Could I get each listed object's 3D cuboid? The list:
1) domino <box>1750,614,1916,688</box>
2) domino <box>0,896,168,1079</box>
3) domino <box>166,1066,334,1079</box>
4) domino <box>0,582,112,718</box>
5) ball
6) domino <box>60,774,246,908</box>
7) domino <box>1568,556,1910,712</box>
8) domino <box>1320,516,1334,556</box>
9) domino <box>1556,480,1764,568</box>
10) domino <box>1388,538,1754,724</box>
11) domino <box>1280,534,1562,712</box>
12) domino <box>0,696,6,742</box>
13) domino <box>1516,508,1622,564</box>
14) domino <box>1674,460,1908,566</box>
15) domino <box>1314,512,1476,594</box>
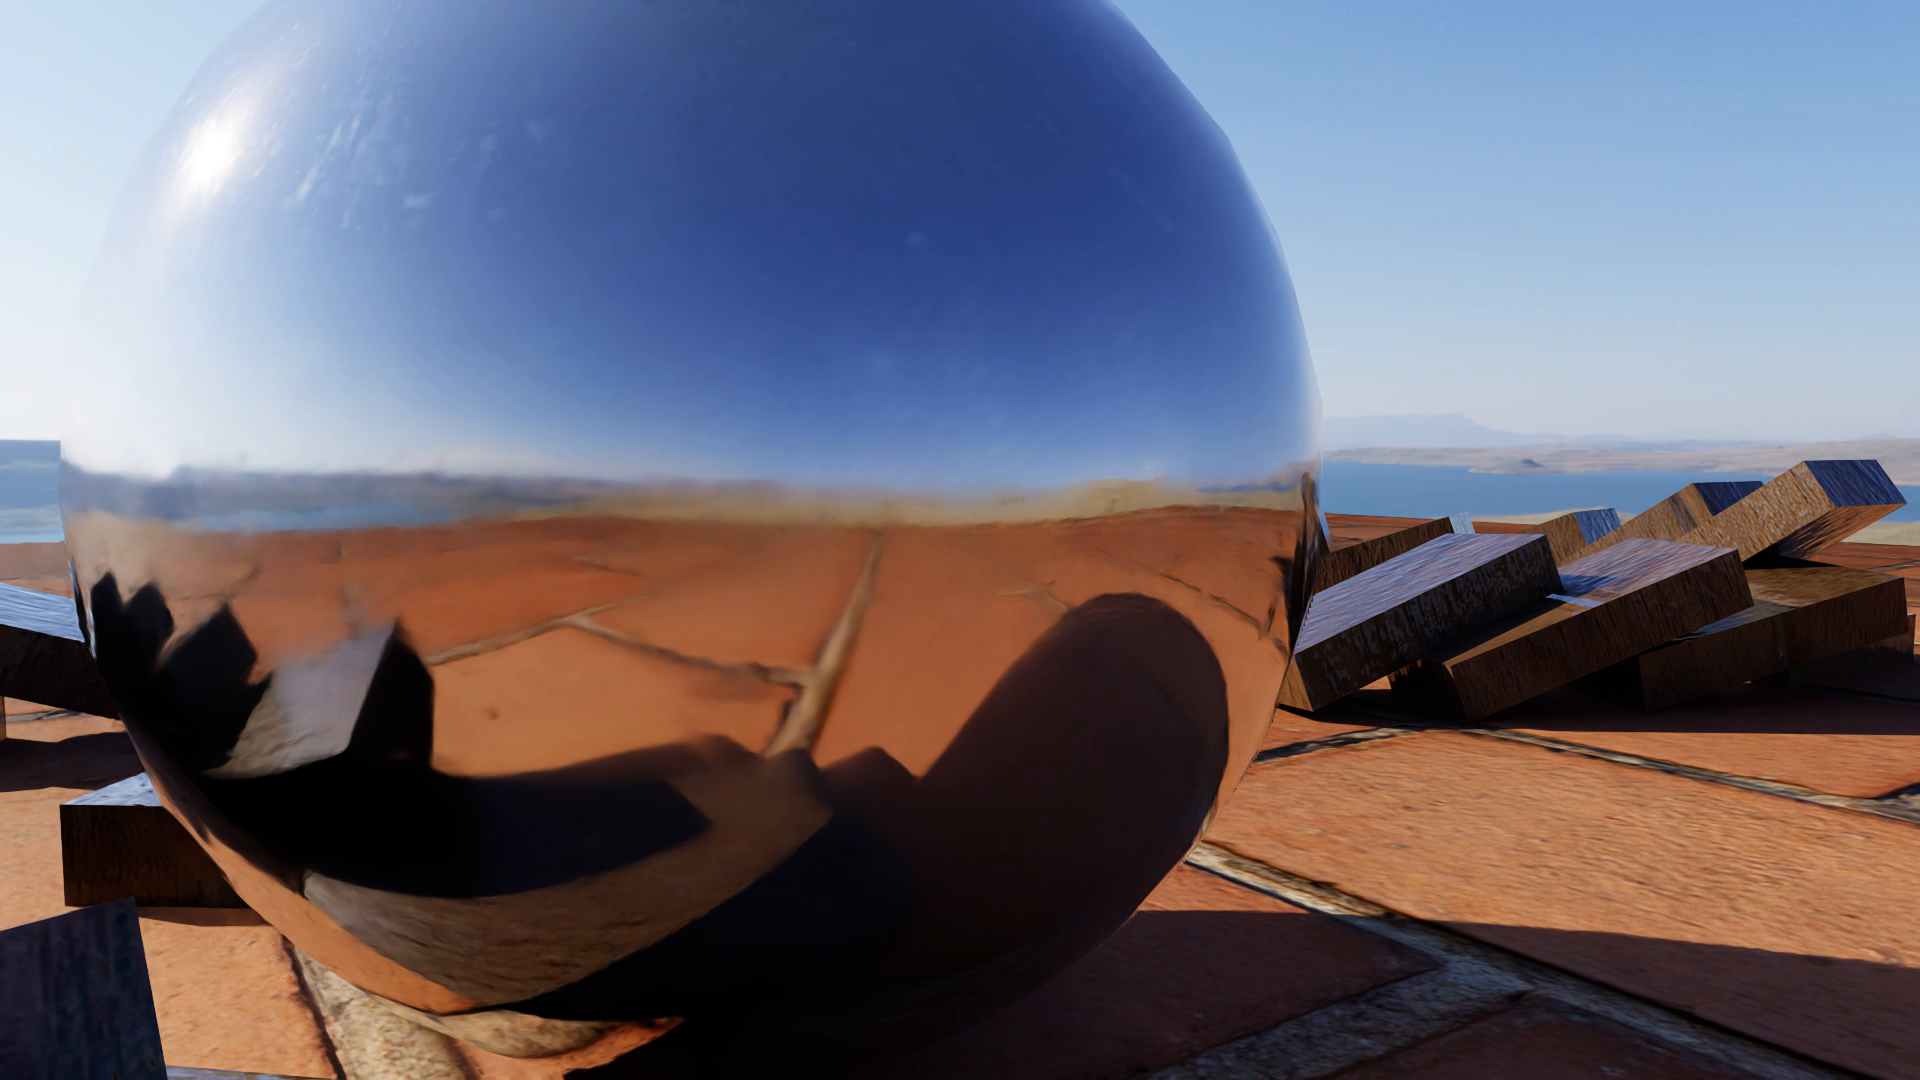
[{"bbox_3d":[0.158,0.019,0.247,0.050,0.009,0.025,-3,5,-33],"label":"domino"},{"bbox_3d":[-0.060,0.026,0.056,0.050,0.009,0.025,-18,-7,34],"label":"domino"},{"bbox_3d":[-0.022,0.034,0.053,0.050,0.010,0.025,1,4,9],"label":"domino"},{"bbox_3d":[-0.124,0.017,0.186,0.050,0.010,0.025,15,1,-13],"label":"domino"},{"bbox_3d":[-0.016,-0.004,0.091,0.080,0.080,0.080,0,4,0],"label":"ball"},{"bbox_3d":[-0.069,0.027,0.143,0.025,0.010,0.050,0,4,2],"label":"domino"},{"bbox_3d":[0.129,0.015,0.219,0.050,0.010,0.025,-14,10,-9],"label":"domino"},{"bbox_3d":[0.072,0.005,0.338,0.050,0.009,0.025,-18,-2,19],"label":"domino"},{"bbox_3d":[0.140,0.005,0.268,0.025,0.010,0.050,-3,-28,-32],"label":"domino"},{"bbox_3d":[0.097,0.014,0.210,0.050,0.010,0.025,-21,7,-6],"label":"domino"},{"bbox_3d":[0.071,0.013,0.215,0.050,0.010,0.025,-22,7,-15],"label":"domino"},{"bbox_3d":[-0.156,0.026,0.164,0.050,0.010,0.025,-2,5,-25],"label":"domino"},{"bbox_3d":[0.124,0.006,0.297,0.025,0.009,0.050,-4,-17,-45],"label":"domino"},{"bbox_3d":[0.147,0.003,0.244,0.025,0.009,0.050,-3,-30,-30],"label":"domino"},{"bbox_3d":[0.101,0.006,0.321,0.050,0.009,0.025,-20,-7,31],"label":"domino"}]
